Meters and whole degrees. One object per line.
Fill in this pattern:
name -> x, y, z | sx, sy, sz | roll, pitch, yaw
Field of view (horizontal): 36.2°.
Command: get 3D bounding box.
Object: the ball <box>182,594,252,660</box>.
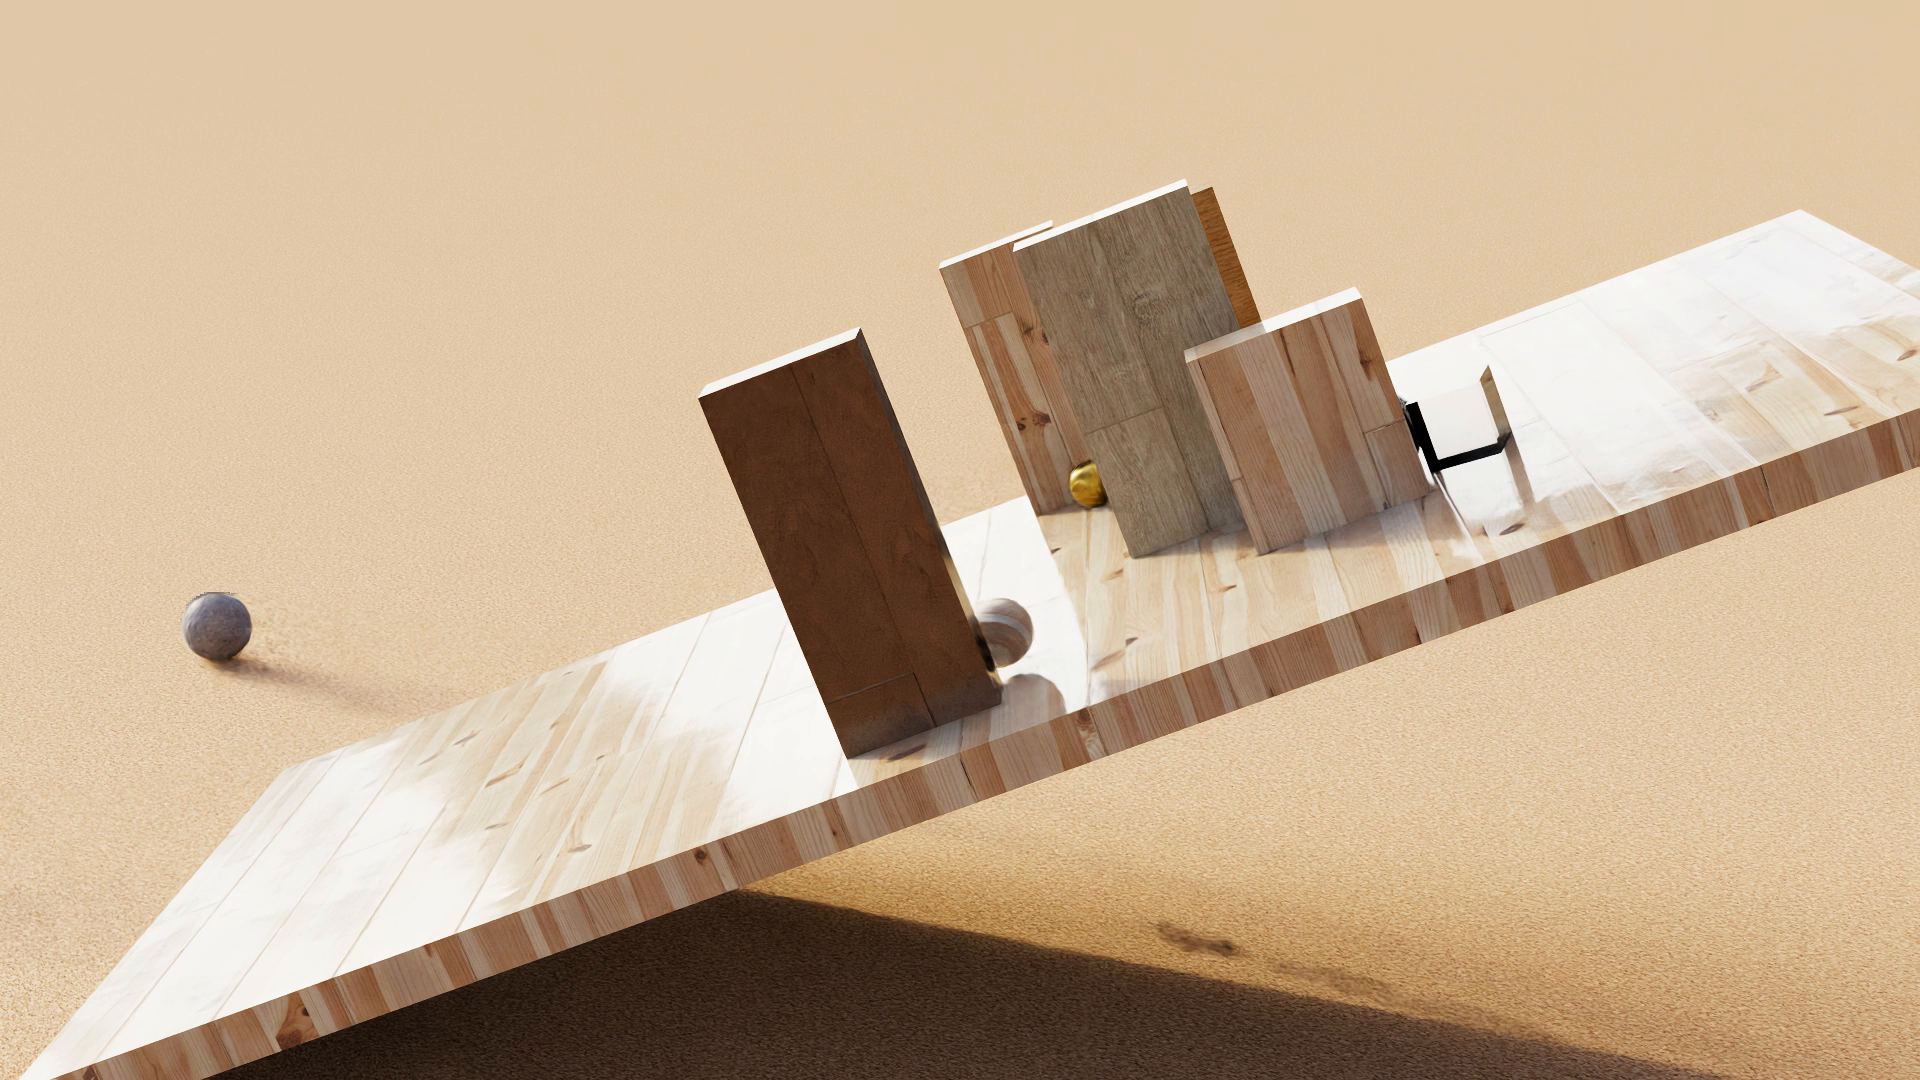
ball -> -2.226, 0.260, 8.817 | 0.203, 0.203, 0.203 | 0, 13, 0

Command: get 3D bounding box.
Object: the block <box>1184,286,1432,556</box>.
block -> 0.690, -0.237, 5.851 | 0.363, 0.416, 0.141 | -20, 12, 7

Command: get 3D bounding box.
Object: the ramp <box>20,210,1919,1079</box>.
ramp -> 0.120, 0.175, 6.293 | 4.000, 0.100, 2.000 | -20, 12, 7

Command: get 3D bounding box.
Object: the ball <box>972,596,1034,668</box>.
ball -> 0.075, 0.179, 5.705 | 0.138, 0.138, 0.138 | 0, 13, 0

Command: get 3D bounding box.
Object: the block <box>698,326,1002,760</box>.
block -> -0.200, 0.008, 5.532 | 0.312, 0.743, 0.135 | -20, 12, 7

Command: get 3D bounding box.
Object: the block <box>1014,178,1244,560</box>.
block -> 0.417, -0.356, 6.175 | 0.381, 0.700, 0.121 | -20, 12, 7

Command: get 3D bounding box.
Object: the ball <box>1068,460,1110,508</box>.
ball -> 0.307, -0.130, 6.810 | 0.111, 0.111, 0.111 | 0, 13, 0

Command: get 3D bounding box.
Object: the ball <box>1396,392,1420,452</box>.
ball -> 0.850, -0.215, 6.021 | 0.193, 0.193, 0.193 | 0, 13, 0

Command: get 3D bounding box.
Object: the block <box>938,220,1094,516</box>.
block -> 0.198, -0.403, 6.939 | 0.281, 0.634, 0.107 | -20, 12, 7

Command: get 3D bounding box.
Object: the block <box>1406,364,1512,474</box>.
block -> 1.015, -0.247, 5.975 | 0.151, 0.151, 0.151 | -16, 13, 24

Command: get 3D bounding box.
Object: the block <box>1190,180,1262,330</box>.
block -> 0.548, -0.441, 6.465 | 0.243, 0.642, 0.126 | -20, 12, 7
